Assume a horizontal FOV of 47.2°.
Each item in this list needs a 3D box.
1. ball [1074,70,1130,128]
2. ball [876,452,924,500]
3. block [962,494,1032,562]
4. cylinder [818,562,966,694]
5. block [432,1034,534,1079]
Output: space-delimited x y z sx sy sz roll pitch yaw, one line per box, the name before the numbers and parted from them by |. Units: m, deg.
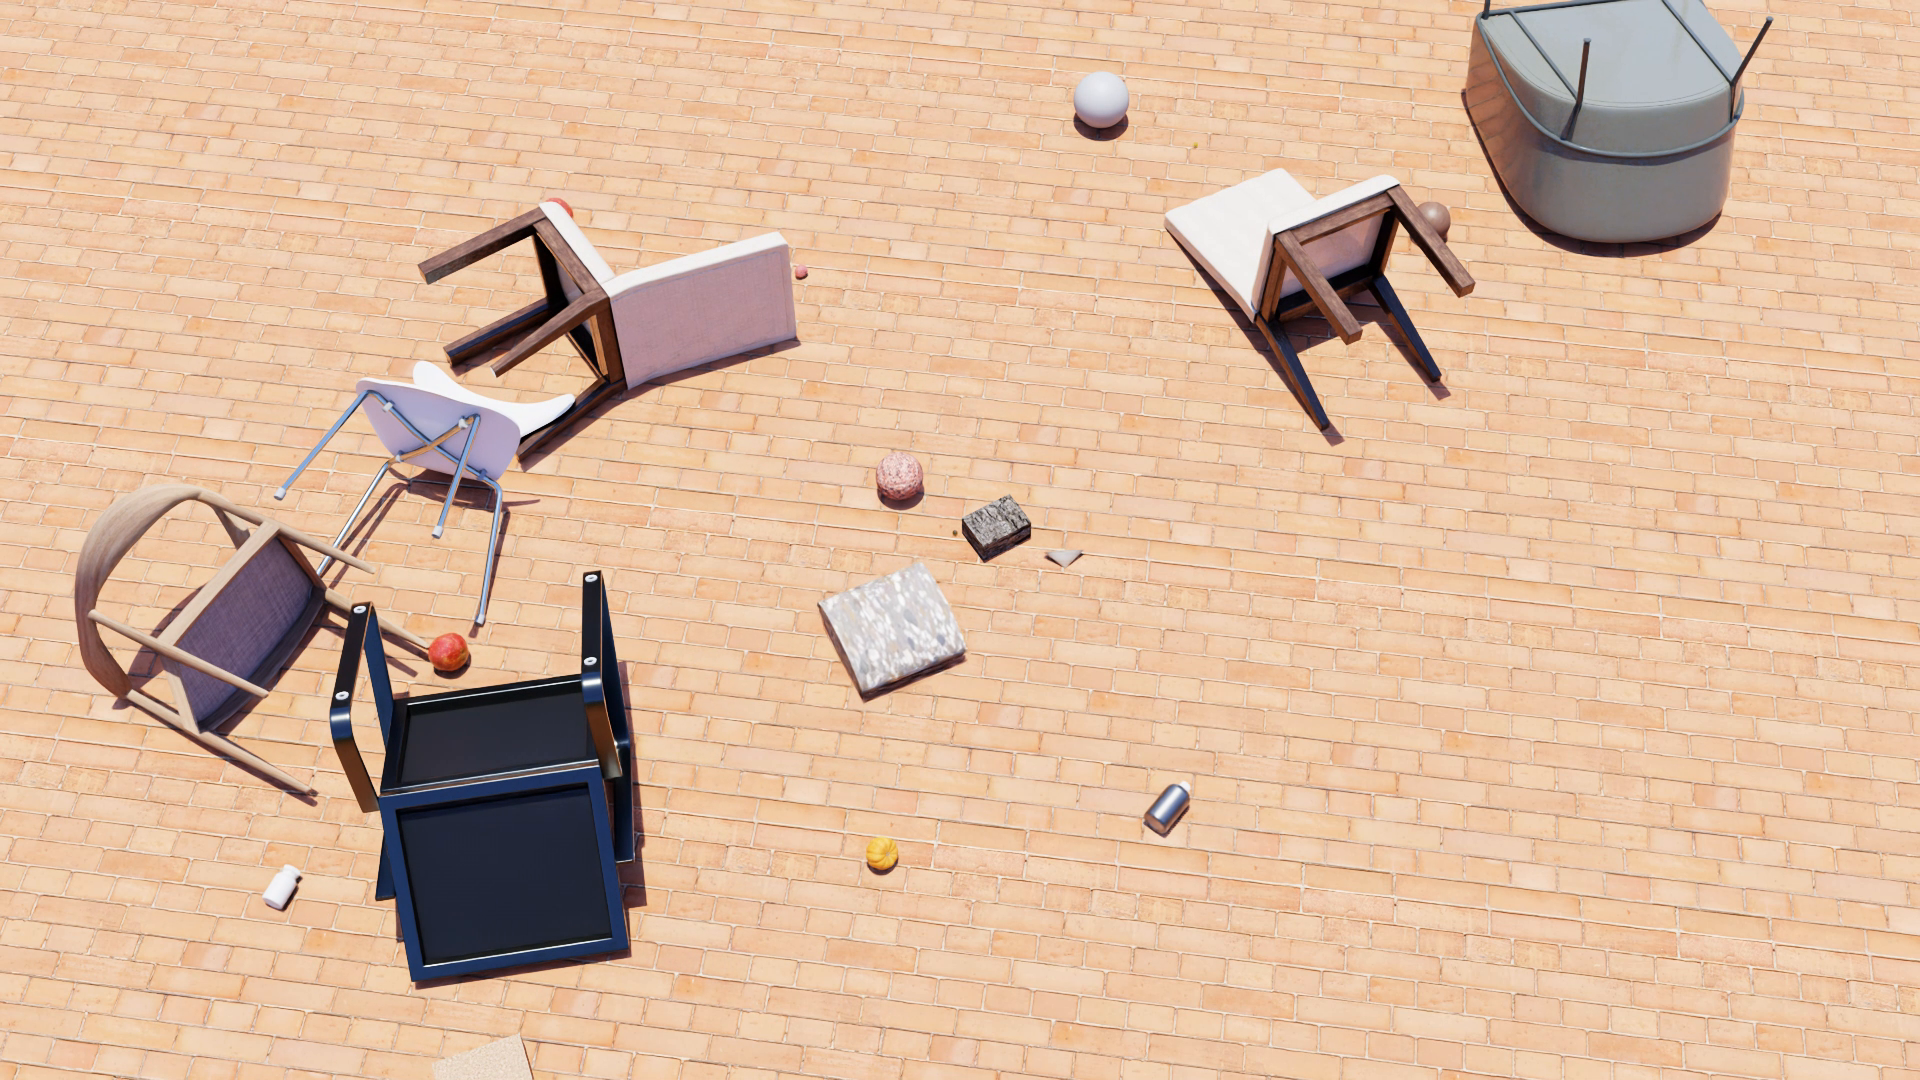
ball | 0.480 -1.494 7.462 0.191 0.191 0.191 0 56 0
ball | -0.182 -0.193 6.616 0.145 0.145 0.145 0 56 0
block | 0.109 -0.037 6.550 0.168 0.081 0.122 -27 60 -17
cylinder | -0.196 0.252 6.330 0.328 0.122 0.317 -21 63 -14
block | -1.195 1.404 5.581 0.229 0.084 0.220 -17 58 -11
